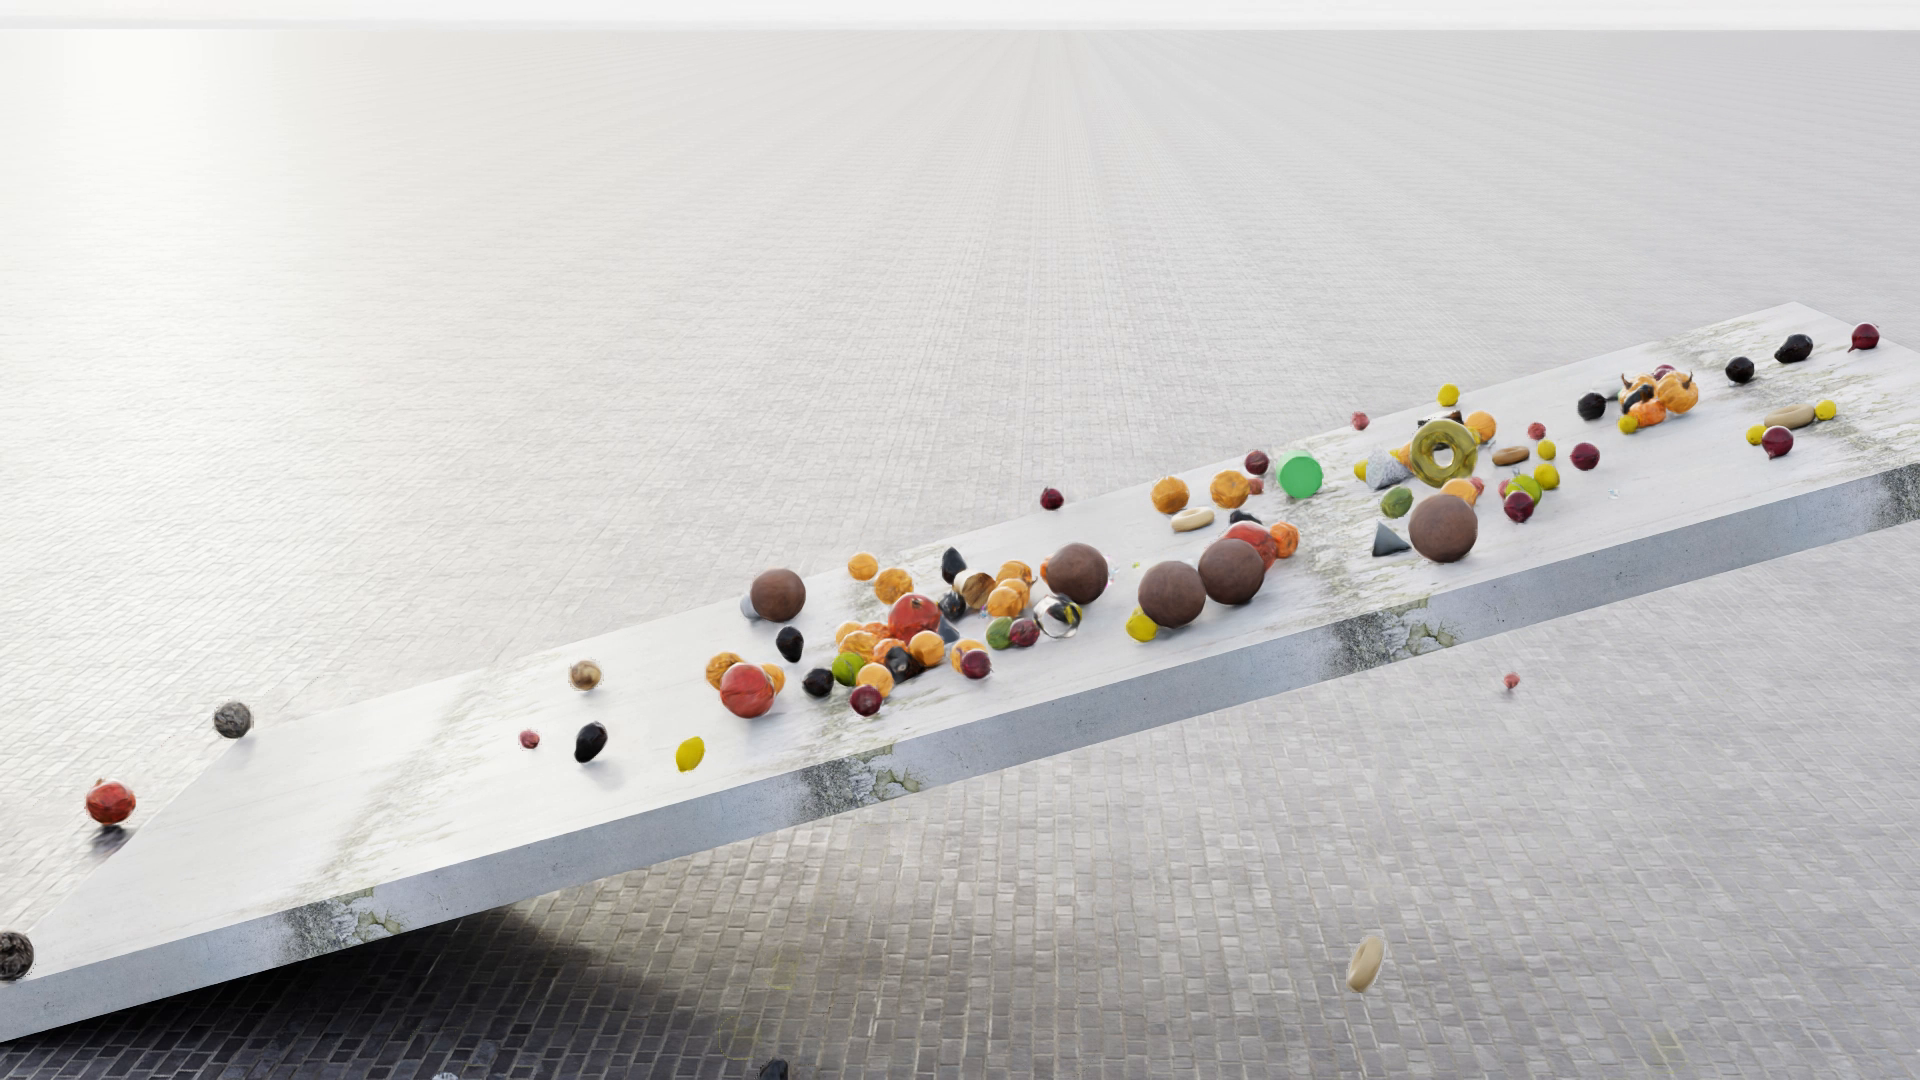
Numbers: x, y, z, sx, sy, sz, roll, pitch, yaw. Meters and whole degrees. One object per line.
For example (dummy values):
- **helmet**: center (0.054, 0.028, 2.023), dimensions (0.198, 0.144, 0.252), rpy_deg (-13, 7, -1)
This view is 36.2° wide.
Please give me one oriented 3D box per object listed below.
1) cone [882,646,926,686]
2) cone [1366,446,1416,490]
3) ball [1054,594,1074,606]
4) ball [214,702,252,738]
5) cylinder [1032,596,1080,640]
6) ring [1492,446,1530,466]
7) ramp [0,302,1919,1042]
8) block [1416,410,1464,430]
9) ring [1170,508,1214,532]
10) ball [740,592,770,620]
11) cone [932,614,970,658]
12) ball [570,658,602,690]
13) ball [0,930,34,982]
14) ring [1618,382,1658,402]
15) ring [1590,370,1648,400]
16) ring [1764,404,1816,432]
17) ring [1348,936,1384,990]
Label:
- **cone**: center (-0.098, 0.254, 5.851), dimensions (0.080, 0.080, 0.080), rpy_deg (10, 2, -39)
- **cone**: center (0.944, -0.149, 6.370), dimensions (0.098, 0.098, 0.098), rpy_deg (9, 8, -16)
- **ball**: center (0.205, 0.136, 5.963), dimensions (0.054, 0.054, 0.054), rpy_deg (0, 11, 0)
- **ball**: center (-1.835, 0.455, 7.426), dimensions (0.095, 0.095, 0.095), rpy_deg (0, 11, 0)
- **cylinder**: center (0.190, 0.154, 5.815), dimensions (0.076, 0.076, 0.076), rpy_deg (-2, 7, -13)
- **ring**: center (1.166, -0.179, 6.224), dimensions (0.080, 0.027, 0.080), rpy_deg (-15, 10, 3)
- **ramp**: center (0.088, 0.188, 6.322), dimensions (4.000, 0.100, 2.000), rpy_deg (-16, 10, 5)
- **block**: center (1.084, -0.247, 6.610), dimensions (0.071, 0.071, 0.071), rpy_deg (-21, 11, -24)
- **ring**: center (0.517, -0.046, 6.533), dimensions (0.101, 0.034, 0.101), rpy_deg (-16, 11, 3)
- **ball**: center (-0.485, 0.156, 6.946), dimensions (0.070, 0.070, 0.070), rpy_deg (0, 11, 0)
- **cone**: center (-0.029, 0.188, 5.982), dimensions (0.080, 0.080, 0.080), rpy_deg (-16, 10, 3)
- **ball**: center (-0.854, 0.307, 6.703), dimensions (0.072, 0.072, 0.072), rpy_deg (0, 11, 0)
- **ball**: center (-1.785, 0.779, 5.514), dimensions (0.095, 0.095, 0.095), rpy_deg (0, 11, 0)
- **ring**: center (1.498, -0.326, 6.499), dimensions (0.087, 0.029, 0.087), rpy_deg (-16, 10, 3)
- **ring**: center (1.481, -0.348, 6.608), dimensions (0.129, 0.043, 0.129), rpy_deg (-15, 10, 3)
- **ring**: center (1.630, -0.240, 5.777), dimensions (0.102, 0.034, 0.102), rpy_deg (-17, 8, 3)
- **ring**: center (0.695, 0.725, 5.039), dimensions (0.033, 0.099, 0.099), rpy_deg (24, 11, -1)
